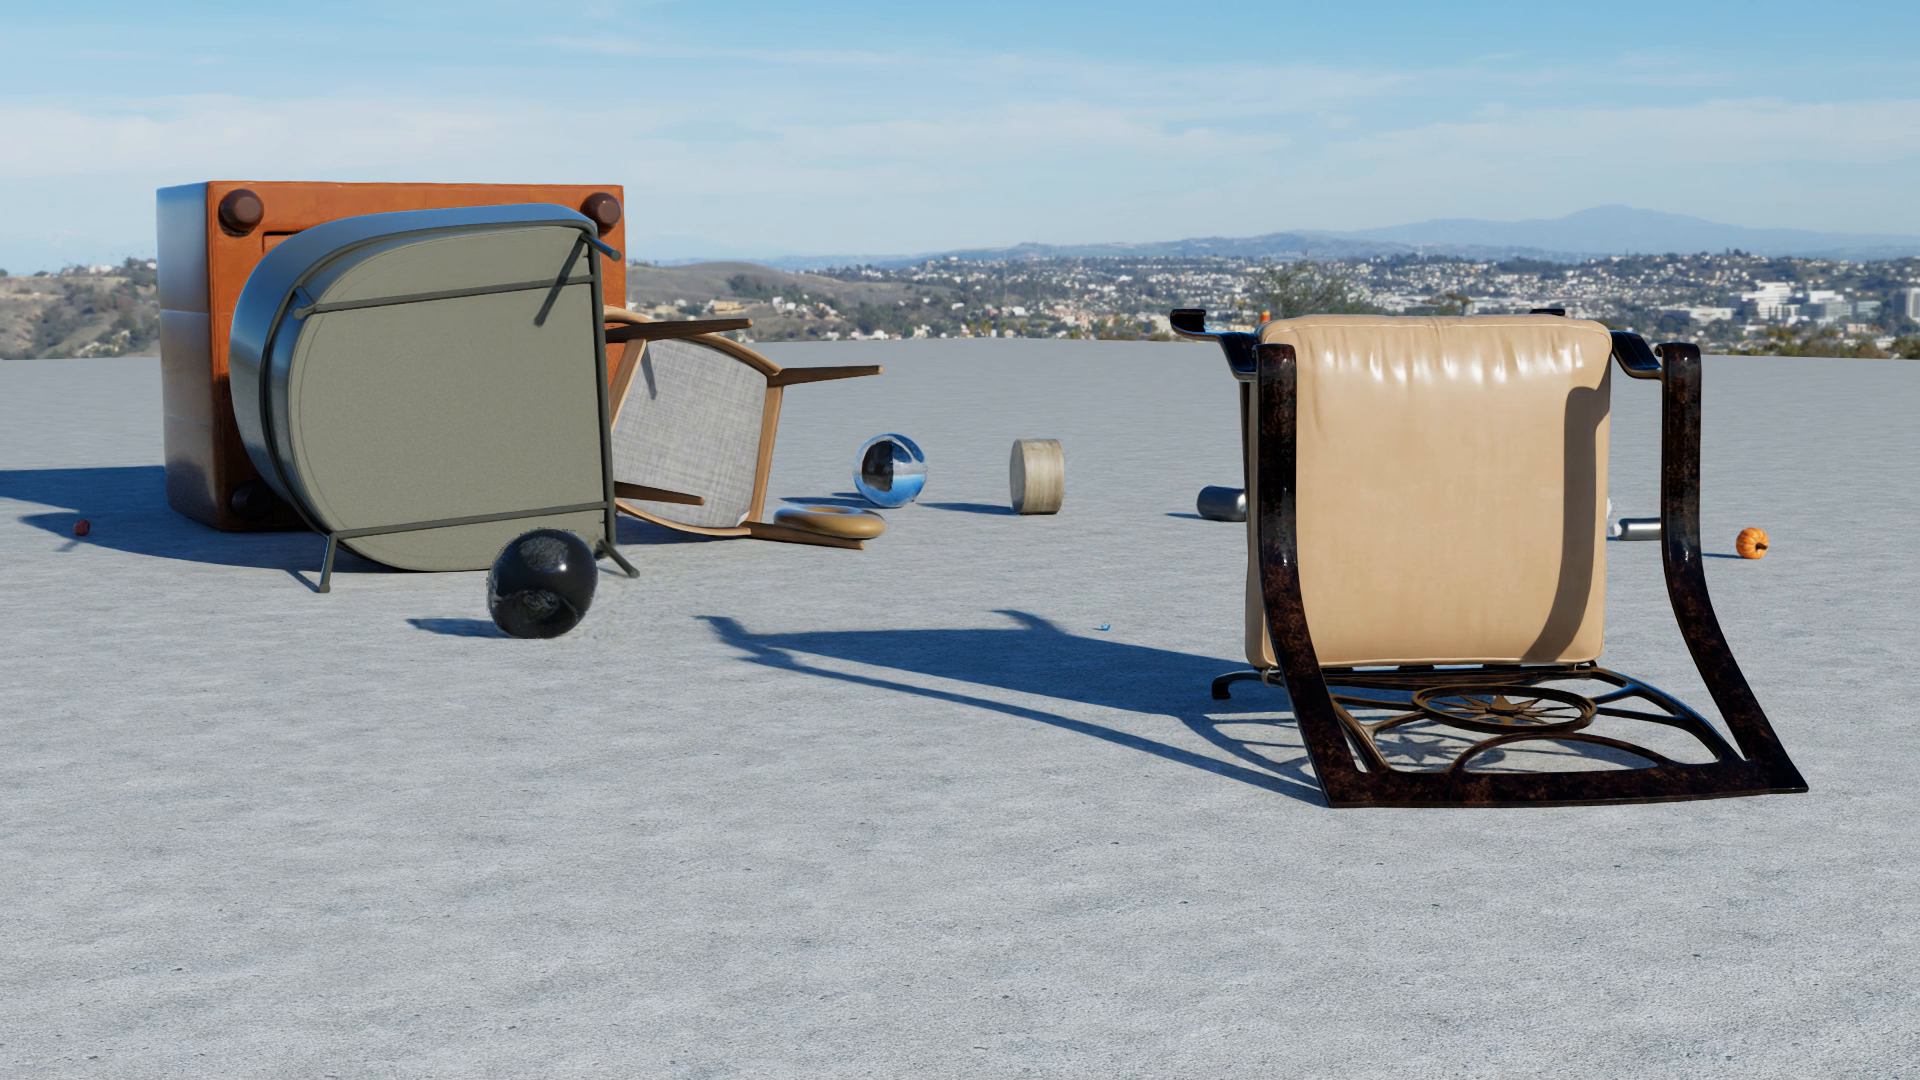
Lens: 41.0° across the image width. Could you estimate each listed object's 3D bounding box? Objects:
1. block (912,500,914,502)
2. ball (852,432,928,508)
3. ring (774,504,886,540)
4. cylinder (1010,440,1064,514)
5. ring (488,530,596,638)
[{"bbox_3d":[-0.176,-0.179,7.550,0.070,0.124,0.126,-1,6,-7],"label":"block"},{"bbox_3d":[-0.199,-0.197,7.282,0.213,0.213,0.213,0,6,0],"label":"ball"},{"bbox_3d":[-0.336,-0.047,6.569,0.237,0.064,0.473,-2,6,-27],"label":"ring"},{"bbox_3d":[0.212,-0.175,7.105,0.109,0.210,0.201,-1,46,-11],"label":"cylinder"},{"bbox_3d":[-0.755,0.082,4.637,0.186,0.127,0.244,25,-43,-21],"label":"ring"}]
